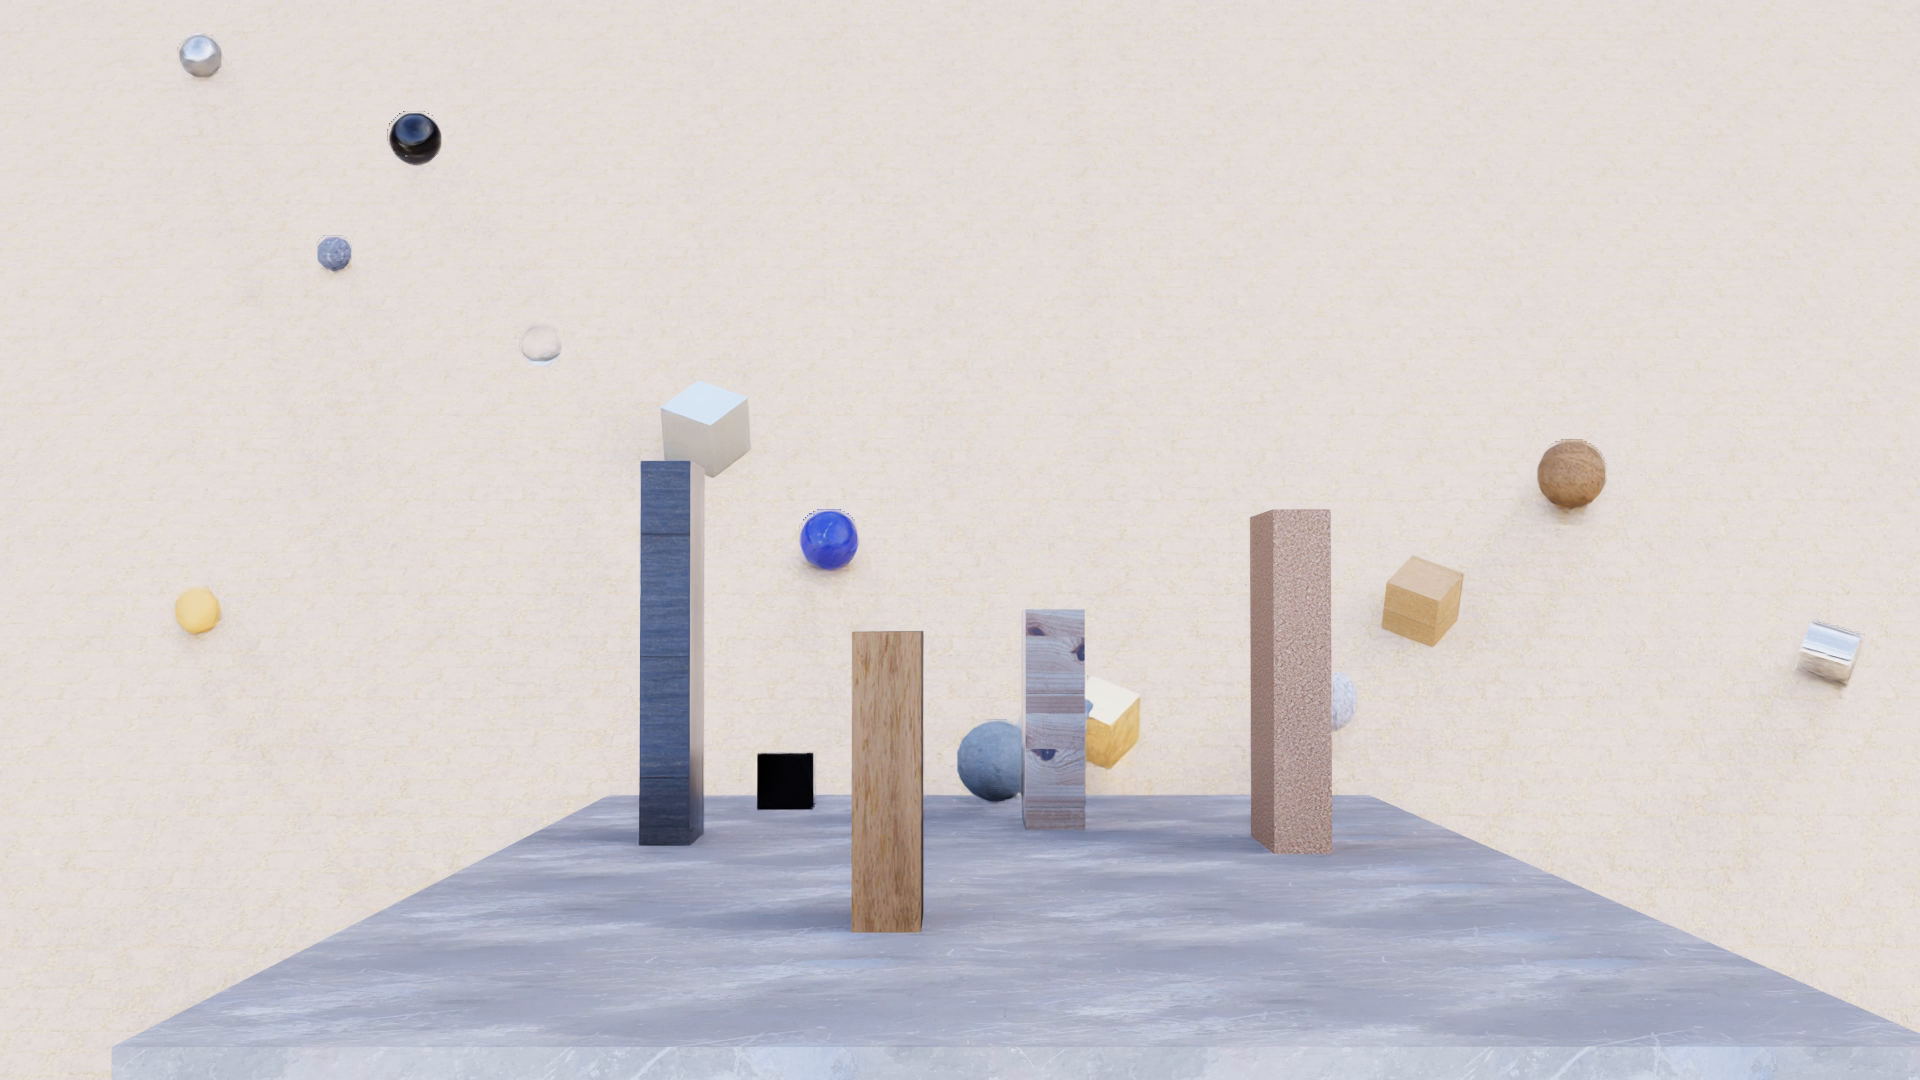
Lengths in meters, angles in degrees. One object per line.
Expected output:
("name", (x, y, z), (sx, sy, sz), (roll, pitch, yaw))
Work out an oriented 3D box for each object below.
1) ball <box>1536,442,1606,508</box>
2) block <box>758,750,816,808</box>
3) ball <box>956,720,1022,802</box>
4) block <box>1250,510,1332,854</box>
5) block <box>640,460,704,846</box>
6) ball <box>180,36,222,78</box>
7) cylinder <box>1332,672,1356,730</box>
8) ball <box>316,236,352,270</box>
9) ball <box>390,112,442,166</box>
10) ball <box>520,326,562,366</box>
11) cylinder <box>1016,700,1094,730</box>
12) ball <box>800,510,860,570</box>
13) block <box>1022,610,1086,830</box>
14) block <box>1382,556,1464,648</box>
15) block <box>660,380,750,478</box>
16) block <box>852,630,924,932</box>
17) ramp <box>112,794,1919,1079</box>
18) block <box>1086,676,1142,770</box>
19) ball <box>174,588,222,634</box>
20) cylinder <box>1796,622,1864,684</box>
("ball", (1.893, -0.202, 8.040), (0.209, 0.209, 0.209), (0, 35, 0))
("block", (-0.426, 0.591, 6.403), (0.134, 0.134, 0.134), (0, -2, 0))
("ball", (0.092, 0.562, 6.597), (0.203, 0.203, 0.203), (0, 35, 0))
("block", (0.678, 0.285, 5.343), (0.114, 0.681, 0.413), (0, -2, 0))
("block", (-0.605, 0.236, 5.472), (0.103, 0.789, 0.297), (0, -2, 0))
("ball", (-3.111, -1.982, 10.643), (0.170, 0.170, 0.170), (0, 35, 0))
("cylinder", (0.973, 0.436, 7.111), (0.160, 0.160, 0.160), (10, 22, -41))
("ball", (-2.243, -1.026, 9.305), (0.123, 0.123, 0.123), (0, 35, 0))
("ball", (-2.092, -1.541, 9.980), (0.200, 0.200, 0.200), (0, 35, 0))
("ball", (-1.412, -0.656, 8.758), (0.137, 0.137, 0.137), (0, 35, 0))
("cylinder", (0.251, 0.472, 6.933), (0.158, 0.158, 0.158), (29, 4, -2))
("ball", (-0.391, 0.001, 7.774), (0.178, 0.178, 0.178), (0, 35, 0))
("block", (0.209, 0.400, 5.901), (0.131, 0.484, 0.387), (0, -2, 0))
("block", (1.341, 0.177, 7.531), (0.165, 0.165, 0.165), (21, 40, 28))
("block", (-0.809, -0.354, 8.269), (0.197, 0.197, 0.197), (20, 39, 26))
("block", (-0.109, 0.363, 3.988), (0.103, 0.446, 0.265), (0, -2, 0))
("ramp", (0.077, 0.661, 4.822), (2.000, 0.100, 4.000), (0, -2, 0))
("block", (0.384, 0.498, 7.076), (0.156, 0.156, 0.156), (21, 40, 27))
("ball", (-2.207, 0.206, 7.519), (0.131, 0.131, 0.131), (0, 35, 0))
("cylinder", (2.462, 0.318, 7.348), (0.141, 0.141, 0.141), (19, 39, 25))
